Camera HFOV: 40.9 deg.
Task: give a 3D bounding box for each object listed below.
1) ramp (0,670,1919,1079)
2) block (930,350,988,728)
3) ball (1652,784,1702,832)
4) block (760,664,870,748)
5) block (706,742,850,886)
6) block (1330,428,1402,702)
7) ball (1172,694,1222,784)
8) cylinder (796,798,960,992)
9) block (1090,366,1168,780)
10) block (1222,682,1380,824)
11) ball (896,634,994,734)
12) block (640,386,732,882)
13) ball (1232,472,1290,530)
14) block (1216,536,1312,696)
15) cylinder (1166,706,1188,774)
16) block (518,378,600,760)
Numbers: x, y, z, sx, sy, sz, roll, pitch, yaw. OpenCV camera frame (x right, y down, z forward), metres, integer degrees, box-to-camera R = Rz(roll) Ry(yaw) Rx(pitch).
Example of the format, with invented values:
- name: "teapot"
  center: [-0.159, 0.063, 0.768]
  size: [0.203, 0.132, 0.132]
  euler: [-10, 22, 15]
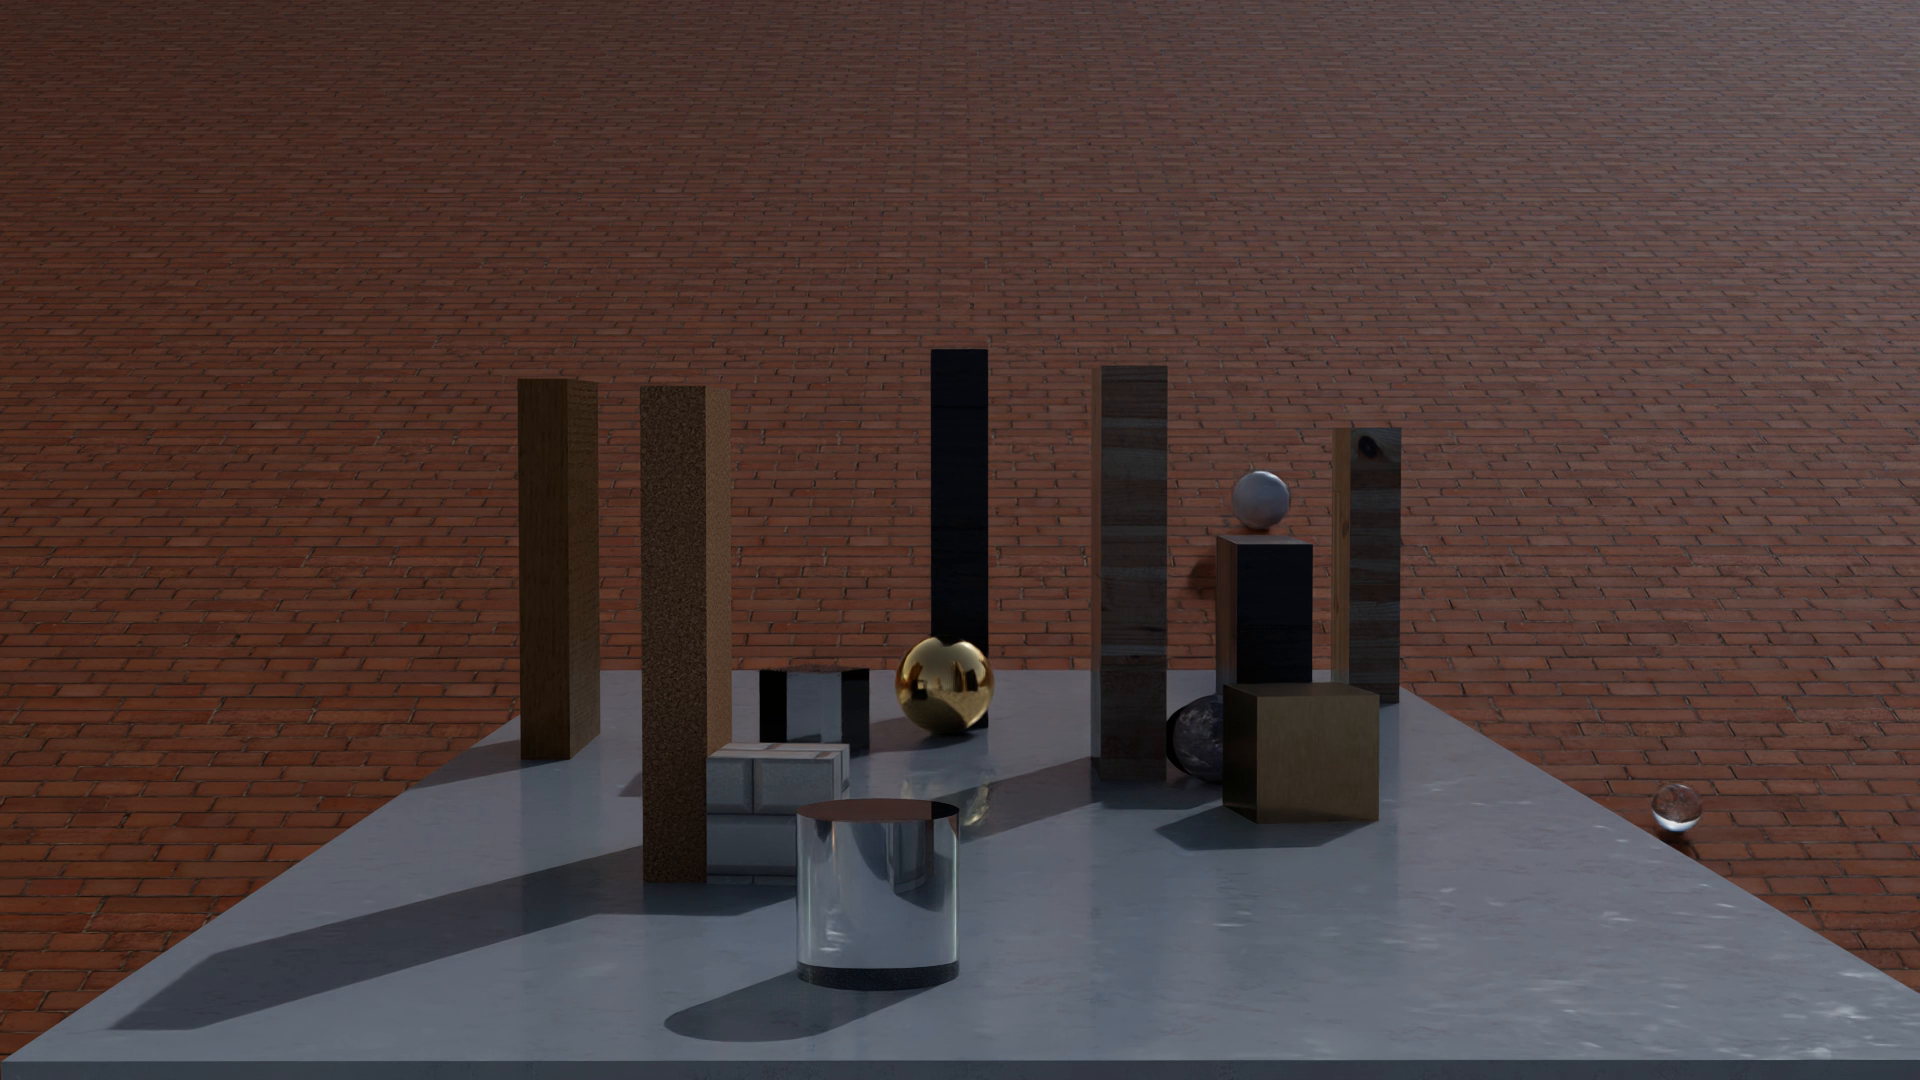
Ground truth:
- name: "ramp"
  center: [0.052, 0.471, 4.535]
  size: [2.000, 0.100, 4.000]
  euler: [0, 3, 0]
- name: "block"
  center: [-0.001, -0.009, 5.437]
  size: [0.118, 0.778, 0.312]
  euler: [0, 3, 0]
- name: "ball"
  center: [1.654, 0.619, 5.934]
  size: [0.113, 0.113, 0.113]
  euler: [0, 23, 0]
- name: "block"
  center: [-0.282, 0.325, 4.989]
  size: [0.151, 0.151, 0.151]
  euler: [2, 3, 36]
- name: "block"
  center: [-0.251, 0.379, 3.582]
  size: [0.172, 0.172, 0.172]
  euler: [0, 3, 6]
- name: "block"
  center: [0.927, 0.051, 5.887]
  size: [0.113, 0.616, 0.278]
  euler: [0, 3, 0]
- name: "ball"
  center: [0.448, 0.347, 4.488]
  size: [0.154, 0.154, 0.154]
  euler: [0, 23, 0]
- name: "cylinder"
  center: [-0.094, 0.401, 2.934]
  size: [0.187, 0.187, 0.187]
  euler: [0, 3, 0]
- name: "block"
  center: [0.304, 0.051, 4.666]
  size: [0.115, 0.727, 0.335]
  euler: [0, 3, 0]
- name: "block"
  center: [0.546, 0.339, 4.138]
  size: [0.200, 0.200, 0.200]
  euler: [0, 3, -10]
- name: "ball"
  center: [-0.030, 0.291, 5.195]
  size: [0.200, 0.200, 0.200]
  euler: [0, 23, 0]
- name: "block"
  center: [-0.390, 0.121, 3.695]
  size: [0.089, 0.678, 0.385]
  euler: [0, 3, 0]
- name: "ball"
  center: [0.891, -0.118, 7.628]
  size: [0.174, 0.174, 0.174]
  euler: [0, 23, 0]
- name: "block"
  center: [0.572, 0.202, 4.865]
  size: [0.137, 0.407, 0.375]
  euler: [0, 3, 0]
- name: "cylinder"
  center: [0.442, 0.353, 4.637]
  size: [0.127, 0.127, 0.127]
  euler: [7, 5, 17]
- name: "block"
  center: [-0.775, 0.046, 4.991]
  size: [0.092, 0.710, 0.408]
  euler: [0, 3, 0]
